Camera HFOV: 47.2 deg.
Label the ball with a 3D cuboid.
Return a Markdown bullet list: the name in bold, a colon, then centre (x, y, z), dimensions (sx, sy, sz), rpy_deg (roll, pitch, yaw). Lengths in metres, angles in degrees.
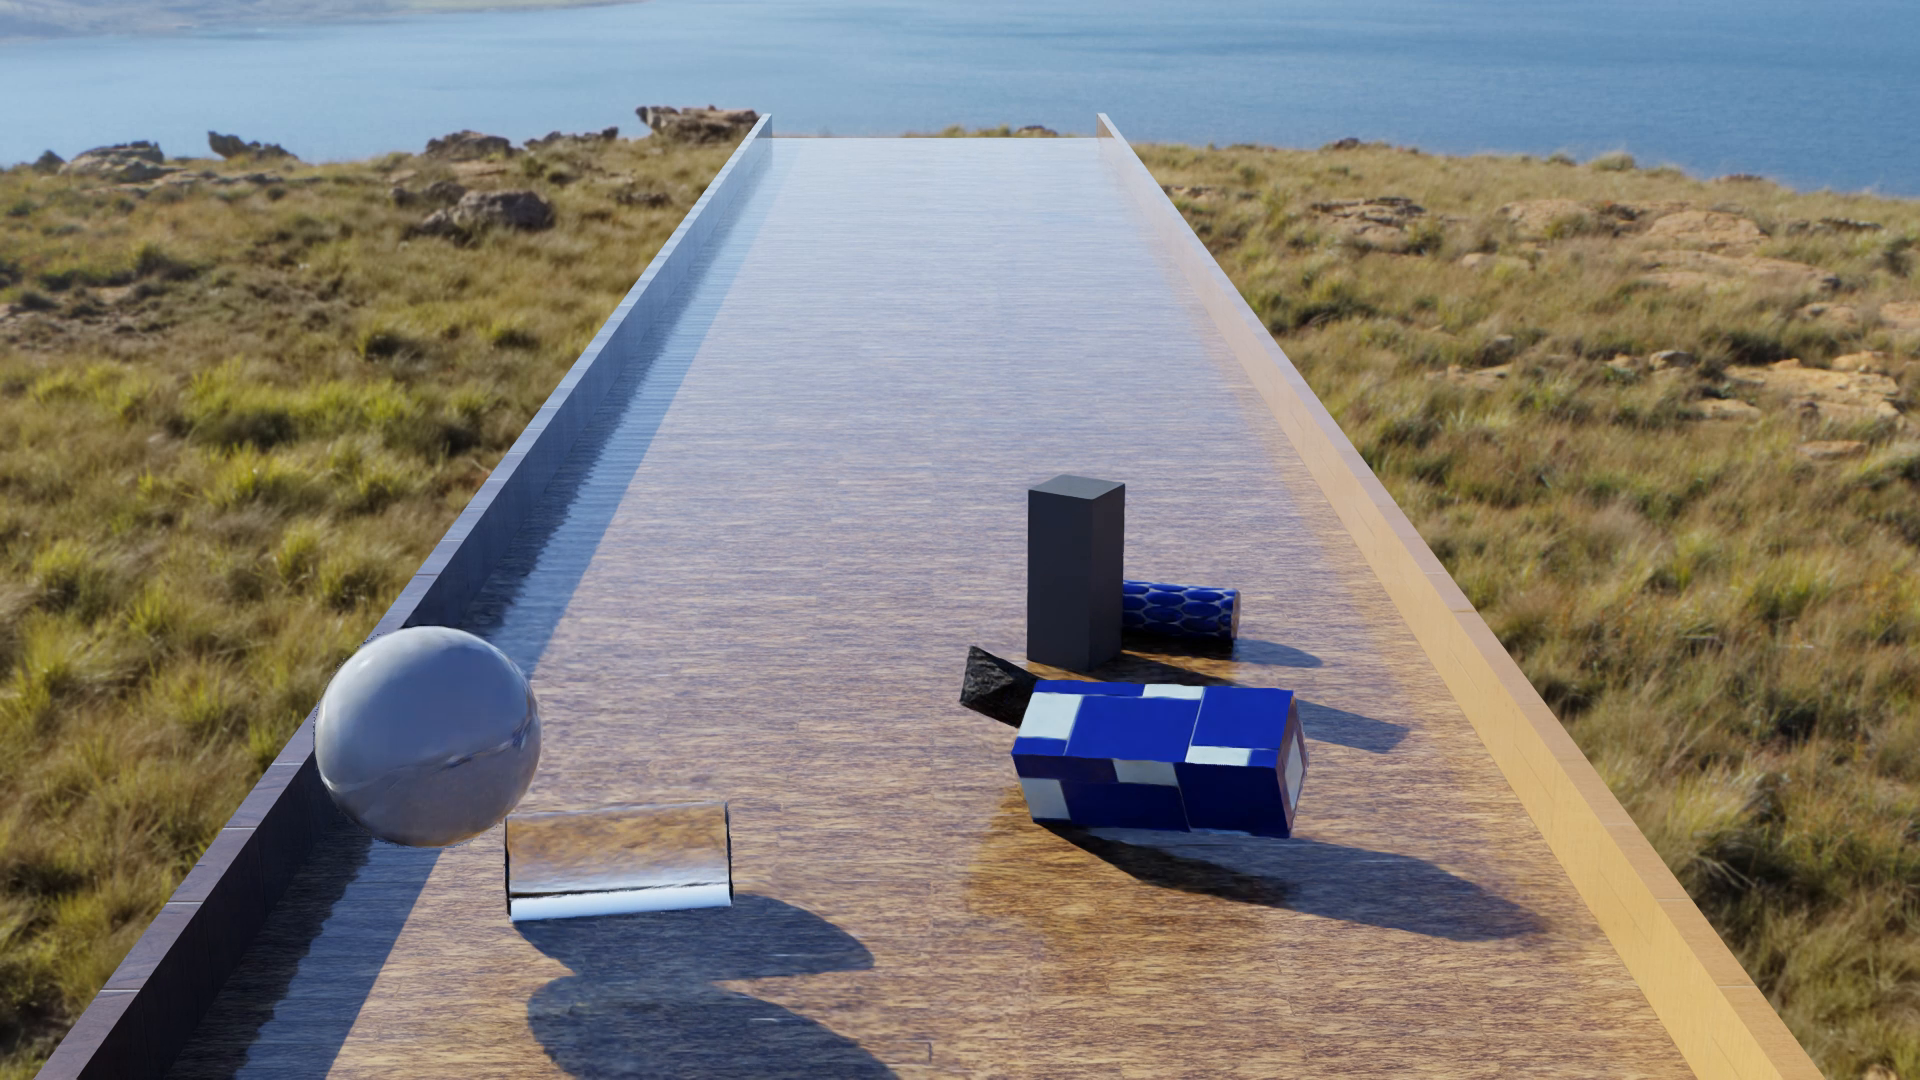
- **ball**: centre (-0.767, 0.284, 3.180), dimensions (0.321, 0.321, 0.321), rpy_deg (0, 17, 0)

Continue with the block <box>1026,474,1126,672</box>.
- **block**: centre (0.231, 0.064, 4.388), dimensions (0.141, 0.355, 0.141), rpy_deg (10, 19, 30)

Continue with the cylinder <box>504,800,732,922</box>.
- **cylinder**: centre (-0.514, 0.483, 3.317), dimensions (0.329, 0.161, 0.161), rpy_deg (-3, 17, -9)

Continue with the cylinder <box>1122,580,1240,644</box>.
- **cylinder**: centre (0.404, 0.144, 4.546), dimensions (0.333, 0.113, 0.113), rpy_deg (5, 17, 16)

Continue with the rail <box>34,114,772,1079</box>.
- **rail**: centre (-1.118, -0.838, 7.780), dimensions (0.050, 0.150, 12.000), rpy_deg (0, 17, -1)

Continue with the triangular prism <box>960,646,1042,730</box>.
- **triangular prism**: centre (0.105, 0.260, 3.865), dimensions (0.102, 0.089, 0.337), rpy_deg (-26, -24, 18)

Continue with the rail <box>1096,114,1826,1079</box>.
- **rail**: centre (0.932, -0.844, 7.801), dimensions (0.050, 0.150, 12.000), rpy_deg (0, 17, -1)

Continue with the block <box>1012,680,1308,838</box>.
- **block**: centre (0.327, 0.353, 3.581), dimensions (0.432, 0.167, 0.167), rpy_deg (1, 43, 21)
